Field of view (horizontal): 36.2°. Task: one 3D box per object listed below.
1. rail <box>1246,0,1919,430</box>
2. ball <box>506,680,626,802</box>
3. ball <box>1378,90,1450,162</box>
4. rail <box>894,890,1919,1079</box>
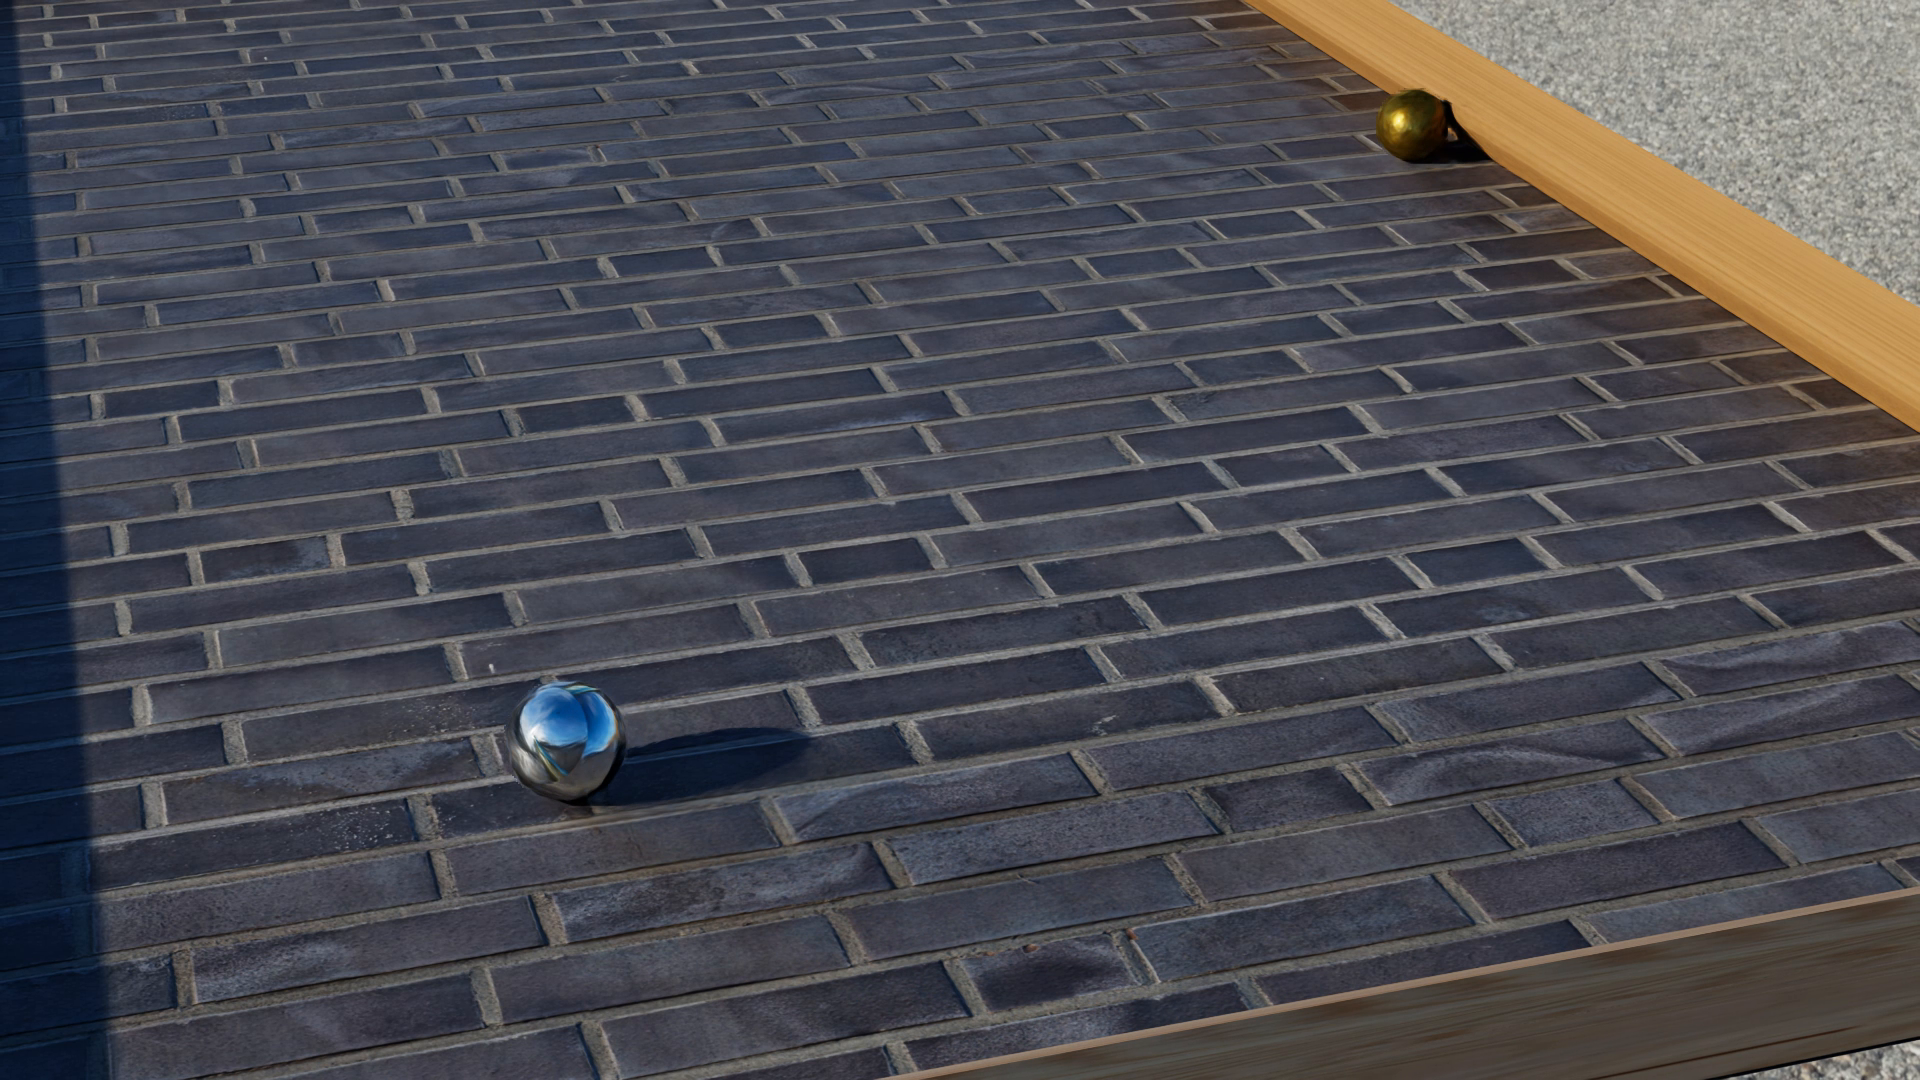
[{"bbox_3d":[0.536,-0.392,2.858,0.045,0.095,2.749,-8,26,-16],"label":"rail"},{"bbox_3d":[-0.240,0.122,1.788,0.073,0.073,0.073,0,25,0],"label":"ball"},{"bbox_3d":[0.452,-0.414,2.935,0.071,0.071,0.071,0,25,0],"label":"ball"},{"bbox_3d":[0.200,0.254,1.479,1.605,0.095,0.045,-8,26,-16],"label":"rail"}]
